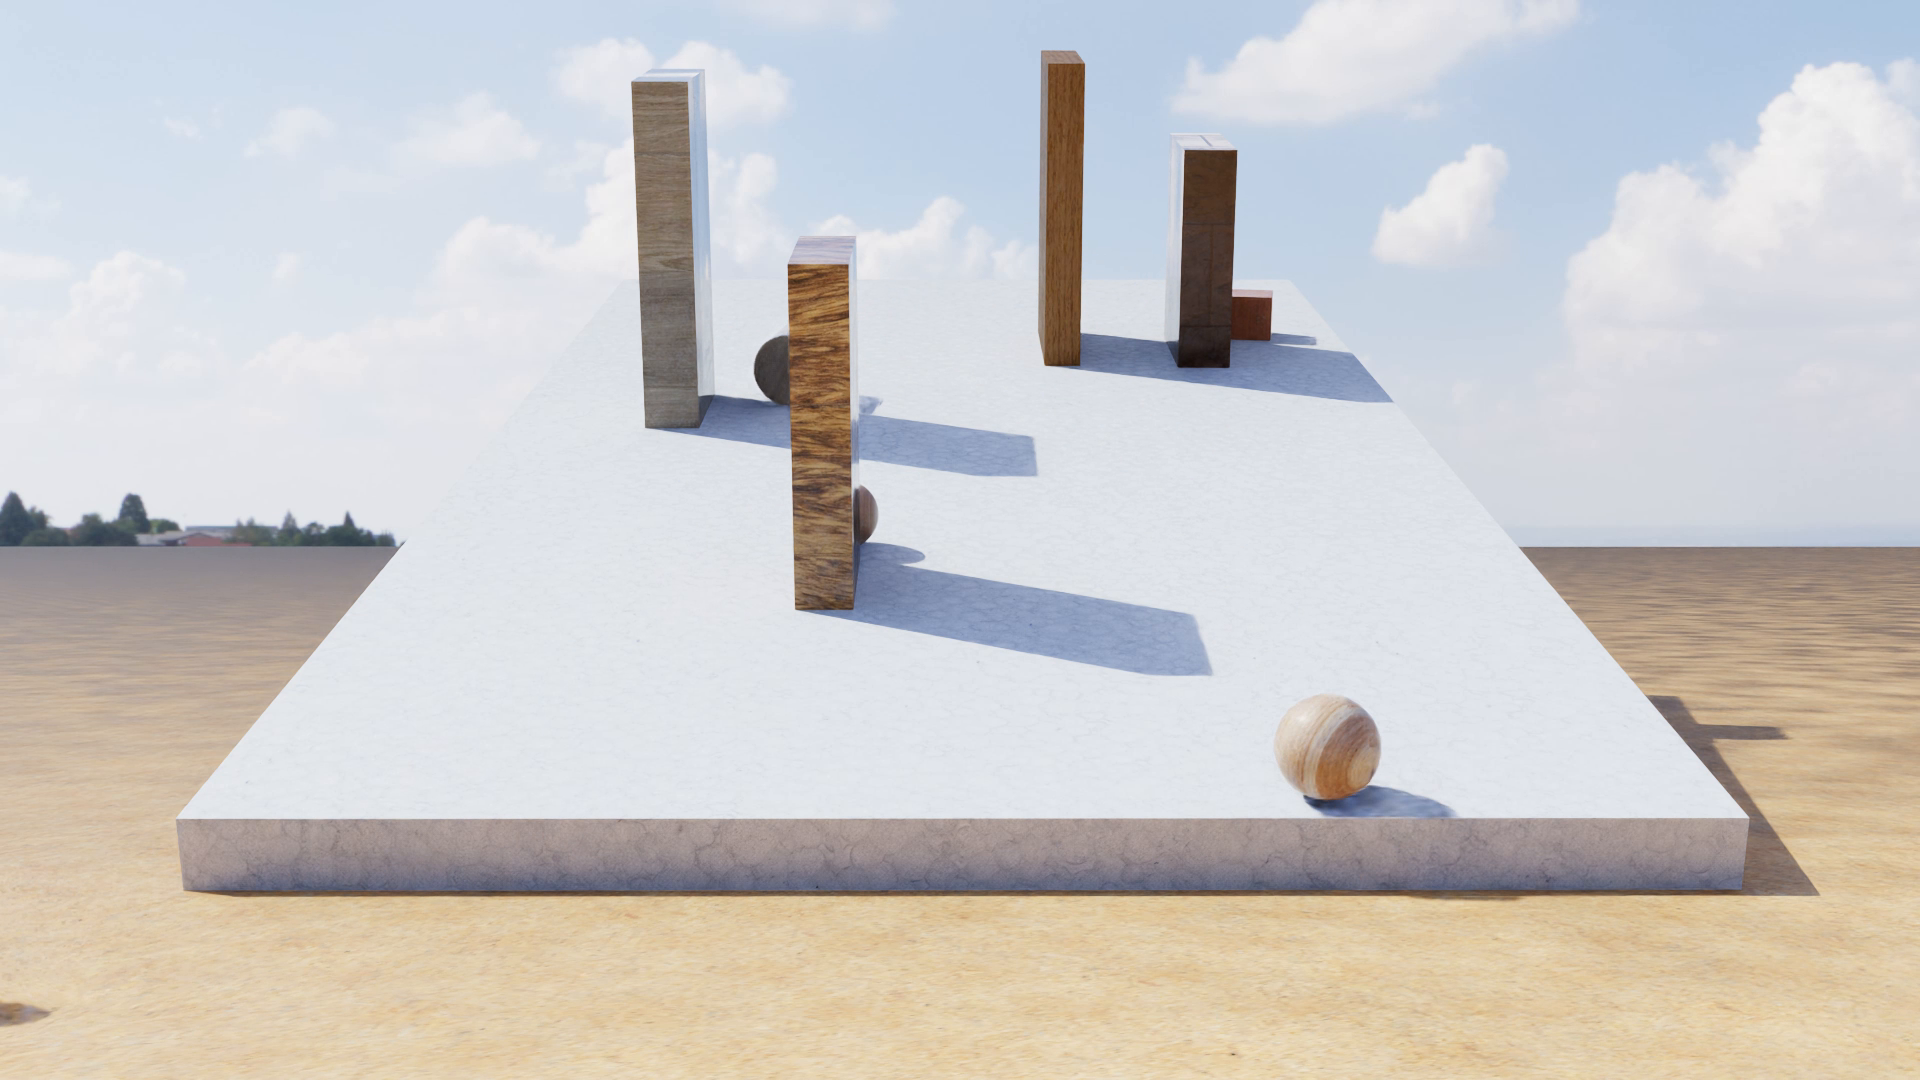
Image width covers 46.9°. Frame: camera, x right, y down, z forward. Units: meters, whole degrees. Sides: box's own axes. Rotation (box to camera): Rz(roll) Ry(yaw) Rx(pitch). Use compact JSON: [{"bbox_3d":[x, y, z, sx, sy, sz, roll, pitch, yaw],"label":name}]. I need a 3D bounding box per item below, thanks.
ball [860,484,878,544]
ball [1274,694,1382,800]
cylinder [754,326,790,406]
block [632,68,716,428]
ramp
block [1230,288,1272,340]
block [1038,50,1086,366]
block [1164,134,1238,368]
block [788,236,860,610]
[{"bbox_3d":[-0.206,-0.045,3.943,0.123,0.123,0.123,0,0,0],"label":"ball"},{"bbox_3d":[0.475,0.268,2.863,0.138,0.138,0.138,0,0,0],"label":"ball"},{"bbox_3d":[-0.377,-0.406,5.087,0.162,0.162,0.162,0,16,9],"label":"cylinder"},{"bbox_3d":[-0.628,-0.648,4.884,0.118,0.743,0.336,0,17,0],"label":"block"},{"bbox_3d":[-0.002,-0.167,4.746,2.000,0.100,4.000,0,17,0],"label":"ramp"},{"bbox_3d":[0.760,-0.591,5.805,0.113,0.113,0.113,3,17,8],"label":"block"},{"bbox_3d":[0.252,-0.841,5.563,0.088,0.730,0.436,0,17,0],"label":"block"},{"bbox_3d":[0.598,-0.730,5.539,0.127,0.530,0.373,0,17,0],"label":"block"},{"bbox_3d":[-0.223,-0.200,3.680,0.096,0.569,0.292,0,17,0],"label":"block"}]
